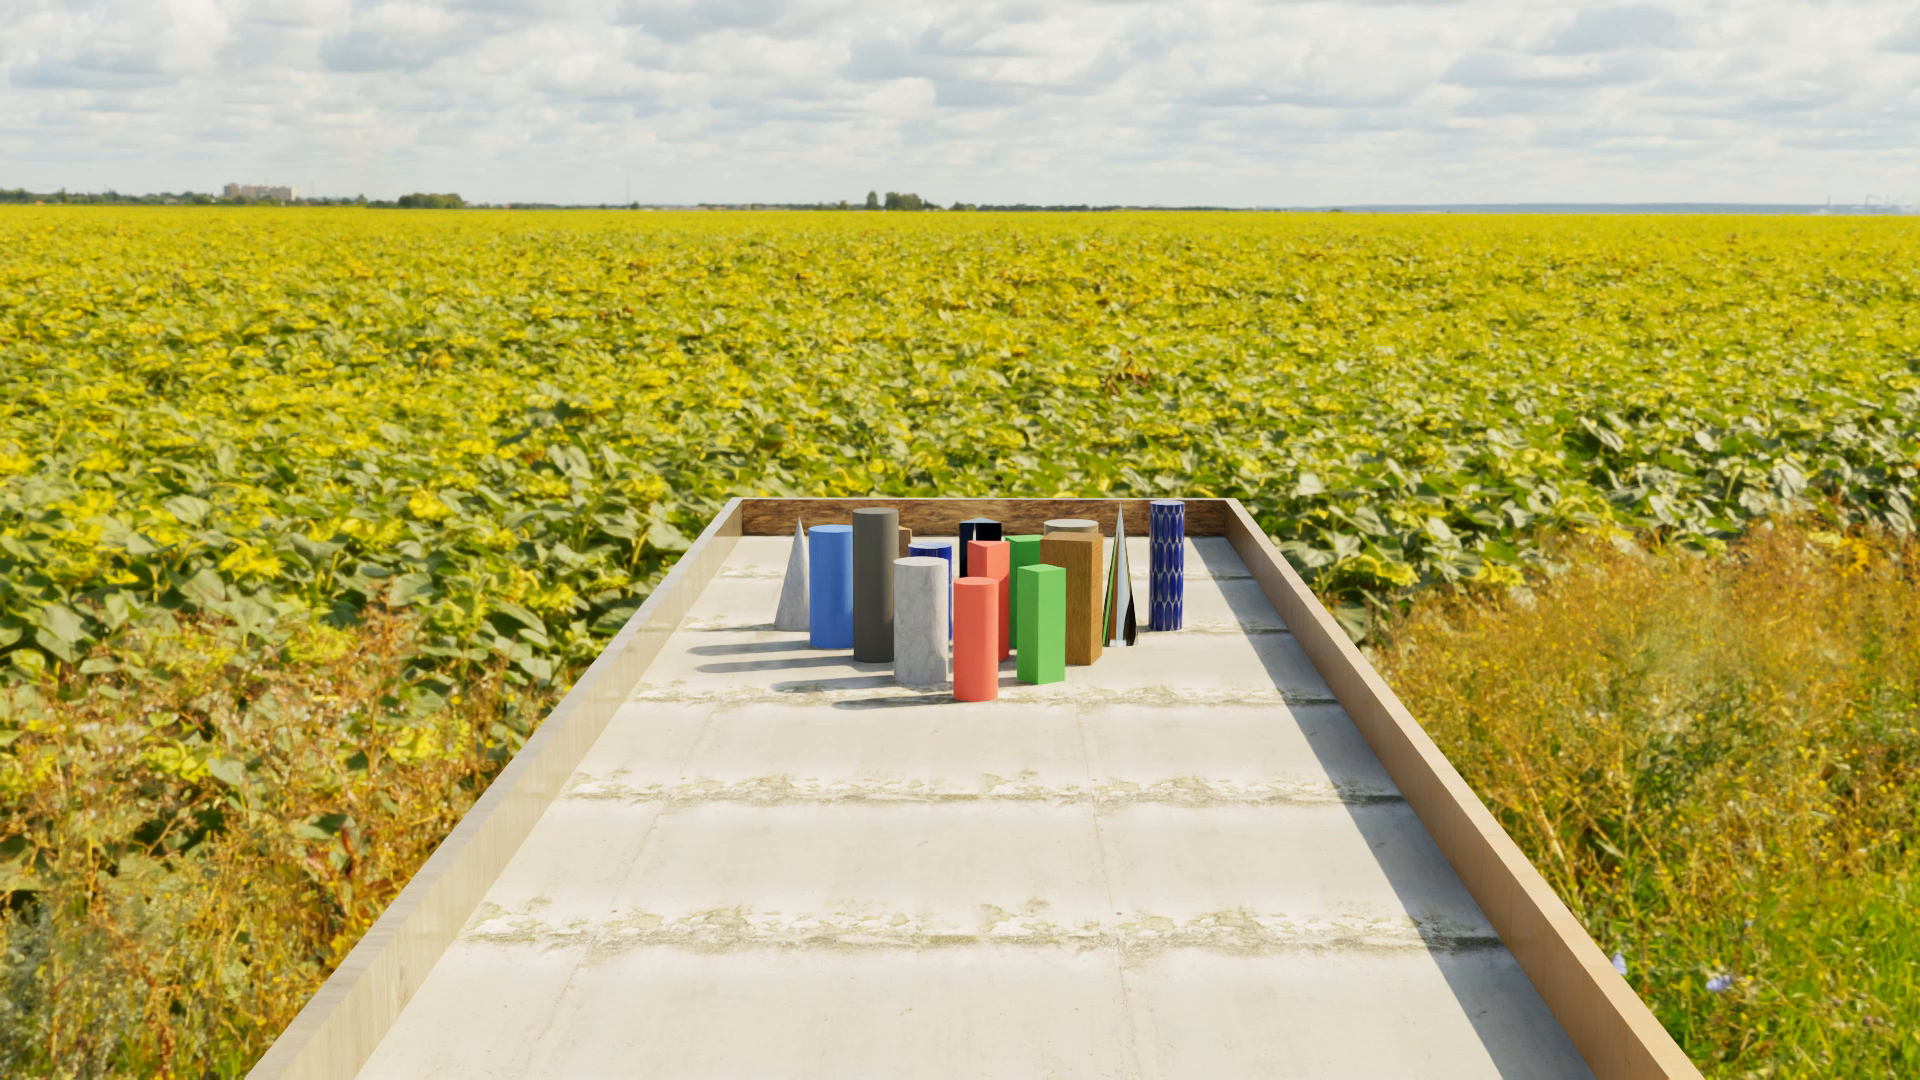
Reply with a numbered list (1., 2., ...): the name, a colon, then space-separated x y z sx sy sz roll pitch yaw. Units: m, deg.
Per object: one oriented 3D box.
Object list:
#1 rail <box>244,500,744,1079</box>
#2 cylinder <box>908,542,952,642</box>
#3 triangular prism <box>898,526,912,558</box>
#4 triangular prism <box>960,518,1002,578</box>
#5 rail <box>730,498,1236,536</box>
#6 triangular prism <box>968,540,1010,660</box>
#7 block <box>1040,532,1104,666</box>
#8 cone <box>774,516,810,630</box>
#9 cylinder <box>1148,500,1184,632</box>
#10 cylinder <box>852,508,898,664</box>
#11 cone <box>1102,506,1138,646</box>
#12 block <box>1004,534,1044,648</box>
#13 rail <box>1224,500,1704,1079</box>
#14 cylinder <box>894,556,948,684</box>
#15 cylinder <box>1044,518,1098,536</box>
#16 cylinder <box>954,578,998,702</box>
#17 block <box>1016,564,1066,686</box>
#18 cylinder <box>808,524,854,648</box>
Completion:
1. rail: -1.004 0.839 3.234 0.050 0.150 12.000 0 9 1
2. cylinder: -0.095 0.168 6.971 0.139 0.307 0.139 0 9 0
3. triangular prism: -0.204 0.118 7.240 0.091 0.321 0.079 0 9 0
4. triangular prism: 0.066 0.106 7.235 0.135 0.347 0.117 0 9 0
5. rail: 0.099 -0.098 9.147 2.100 0.150 0.050 0 9 1
6. triangular prism: 0.069 0.186 6.688 0.109 0.360 0.126 6 11 35
7. block: 0.339 0.176 6.689 0.160 0.379 0.160 3 9 16
8. cone: -0.525 0.101 7.206 0.176 0.365 0.176 0 9 0
9. cylinder: 0.672 0.083 7.165 0.113 0.414 0.113 0 9 0
10. cylinder: -0.256 0.137 6.690 0.140 0.456 0.140 0 9 0
11. cone: 0.503 0.100 6.925 0.128 0.454 0.128 0 9 0
12. block: 0.213 0.161 6.910 0.117 0.339 0.117 -3 9 -17
13. rail: 1.046 0.843 3.208 0.050 0.150 12.000 0 9 1
14. cylinder: -0.113 0.234 6.416 0.161 0.349 0.161 0 9 0
15. cylinder: 0.361 0.117 7.162 0.178 0.348 0.178 0 9 0
16. cylinder: 0.044 0.279 6.189 0.127 0.332 0.127 0 9 0
17. block: 0.236 0.245 6.401 0.100 0.332 0.100 -7 11 -36
18. cylinder: -0.394 0.145 6.922 0.160 0.367 0.160 0 9 0
